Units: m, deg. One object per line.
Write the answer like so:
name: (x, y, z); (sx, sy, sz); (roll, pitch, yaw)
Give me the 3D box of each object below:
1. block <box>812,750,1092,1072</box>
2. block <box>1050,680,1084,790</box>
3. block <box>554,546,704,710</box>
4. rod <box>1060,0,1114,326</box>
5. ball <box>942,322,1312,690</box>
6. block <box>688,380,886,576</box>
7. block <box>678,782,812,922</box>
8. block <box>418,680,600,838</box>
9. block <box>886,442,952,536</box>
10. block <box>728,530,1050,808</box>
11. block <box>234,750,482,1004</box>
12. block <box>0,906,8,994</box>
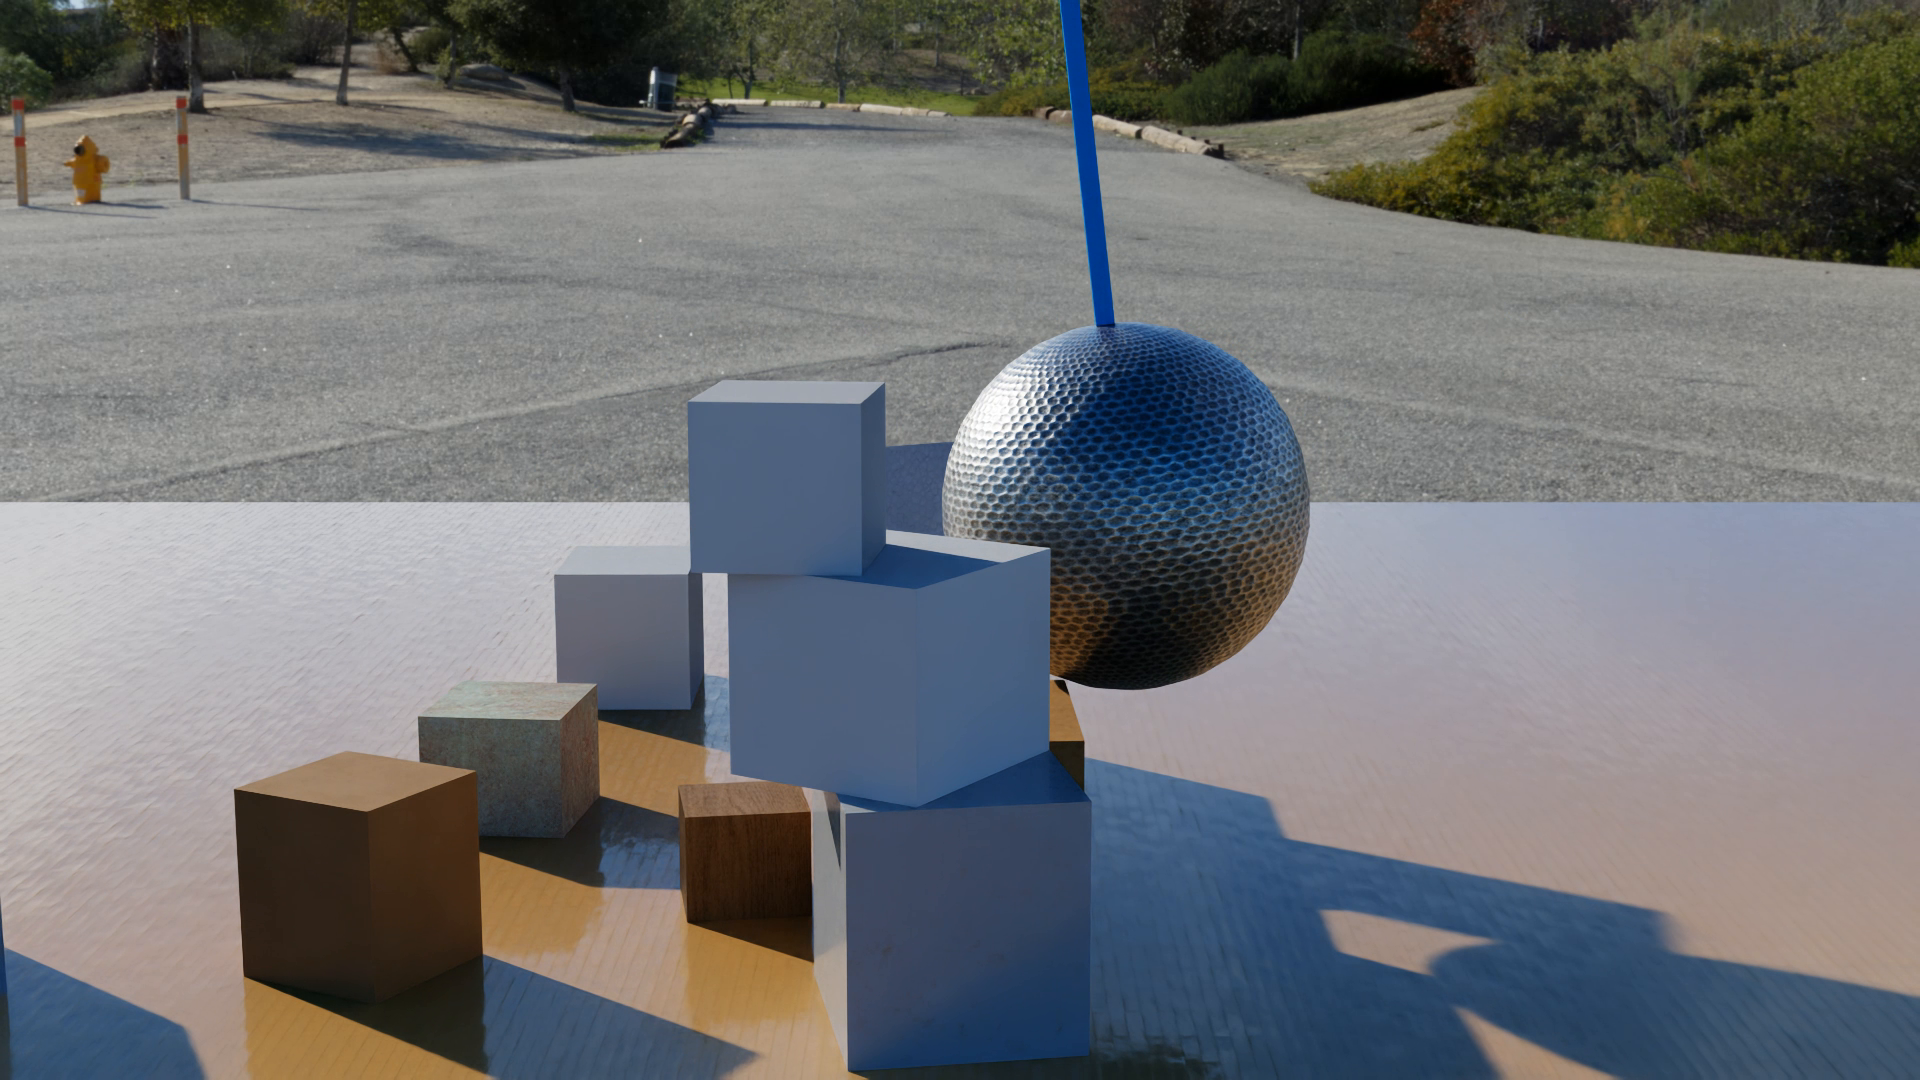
block: (-0.053, 1.324, 9.622); (0.882, 0.953, 1.006); (-2, 10, -10)
block: (-0.010, 1.148, 10.728); (0.970, 0.902, 1.043); (0, 10, -2)
block: (-1.882, 0.491, 14.712); (0.741, 0.771, 0.879); (0, 10, -1)
rod: (0.312, -3.468, 10.550); (0.080, 5.200, 0.080); (-7, 10, 1)
ball: (0.719, -0.147, 11.154); (1.600, 1.600, 1.600); (0, 10, 0)
block: (-0.624, -0.239, 9.436); (0.621, 0.618, 0.649); (1, 10, 6)
block: (-0.925, 1.327, 10.992); (0.526, 0.457, 0.502); (-2, 10, -9)
block: (-2.145, 1.039, 12.272); (0.672, 0.565, 0.718); (1, 10, 6)
block: (-0.128, -0.024, 12.739); (0.813, 0.817, 0.741); (-3, -5, 33)
block: (-0.253, 0.448, 9.580); (0.821, 0.785, 0.928); (6, 12, 32)
block: (-2.375, 1.320, 10.169); (0.668, 0.764, 0.650); (5, 12, 27)
block: (-4.089, 1.395, 10.029); (0.596, 0.667, 0.653); (-5, 11, -24)
